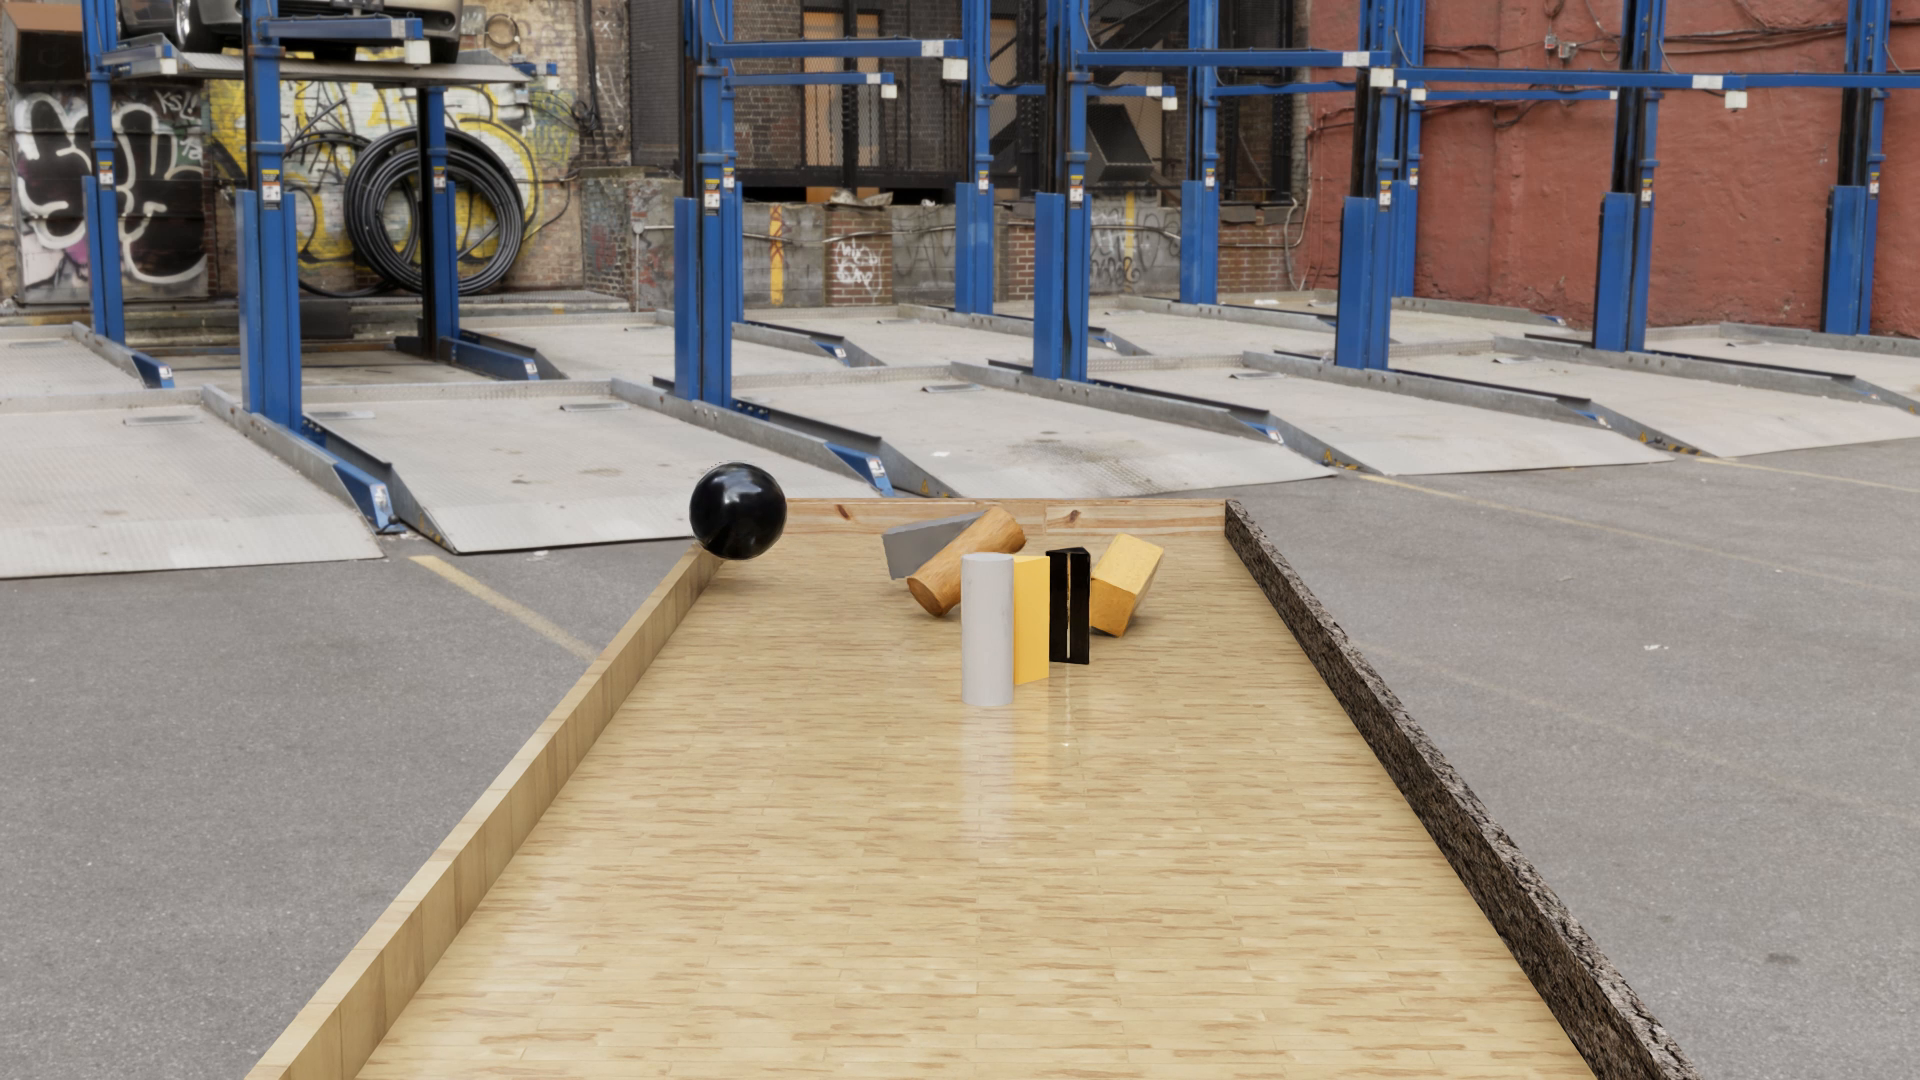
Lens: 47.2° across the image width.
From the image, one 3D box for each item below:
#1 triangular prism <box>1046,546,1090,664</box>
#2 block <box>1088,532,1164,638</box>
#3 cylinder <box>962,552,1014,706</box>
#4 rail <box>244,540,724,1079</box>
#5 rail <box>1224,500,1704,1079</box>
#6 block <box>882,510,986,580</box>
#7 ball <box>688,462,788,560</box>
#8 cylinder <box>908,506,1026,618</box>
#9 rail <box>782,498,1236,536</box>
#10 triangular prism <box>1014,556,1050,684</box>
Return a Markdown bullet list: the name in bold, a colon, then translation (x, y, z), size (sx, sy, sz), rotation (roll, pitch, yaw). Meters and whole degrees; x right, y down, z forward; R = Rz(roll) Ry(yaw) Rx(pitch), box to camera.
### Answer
- **triangular prism**: translation (0.347, 0.196, 6.691), size (0.141, 0.338, 0.123), rotation (4, 10, 24)
- **block**: translation (0.525, 0.143, 7.198), size (0.162, 0.162, 0.422), rotation (22, 25, 9)
- **cylinder**: translation (0.077, 0.248, 6.138), size (0.145, 0.408, 0.145), rotation (0, 9, 0)
- **rail**: translation (-1.004, 0.839, 3.234), size (0.050, 0.150, 12.000), rotation (0, 9, 1)
- **rail**: translation (1.046, 0.843, 3.208), size (0.050, 0.150, 12.000), rotation (0, 9, 1)
- **block**: translation (-0.074, 0.017, 7.757), size (0.356, 0.160, 0.160), rotation (-10, 8, 11)
- **ball**: translation (-0.796, -0.101, 7.884), size (0.353, 0.353, 0.353), rotation (0, 9, 0)
- **cylinder**: translation (0.024, 0.073, 7.398), size (0.392, 0.172, 0.172), rotation (-40, 26, -21)
- **rail**: translation (0.099, -0.098, 9.147), size (2.100, 0.150, 0.050), rotation (0, 9, 1)
- **triangular prism**: translation (0.169, 0.227, 6.434), size (0.122, 0.358, 0.141), rotation (8, 12, 42)
